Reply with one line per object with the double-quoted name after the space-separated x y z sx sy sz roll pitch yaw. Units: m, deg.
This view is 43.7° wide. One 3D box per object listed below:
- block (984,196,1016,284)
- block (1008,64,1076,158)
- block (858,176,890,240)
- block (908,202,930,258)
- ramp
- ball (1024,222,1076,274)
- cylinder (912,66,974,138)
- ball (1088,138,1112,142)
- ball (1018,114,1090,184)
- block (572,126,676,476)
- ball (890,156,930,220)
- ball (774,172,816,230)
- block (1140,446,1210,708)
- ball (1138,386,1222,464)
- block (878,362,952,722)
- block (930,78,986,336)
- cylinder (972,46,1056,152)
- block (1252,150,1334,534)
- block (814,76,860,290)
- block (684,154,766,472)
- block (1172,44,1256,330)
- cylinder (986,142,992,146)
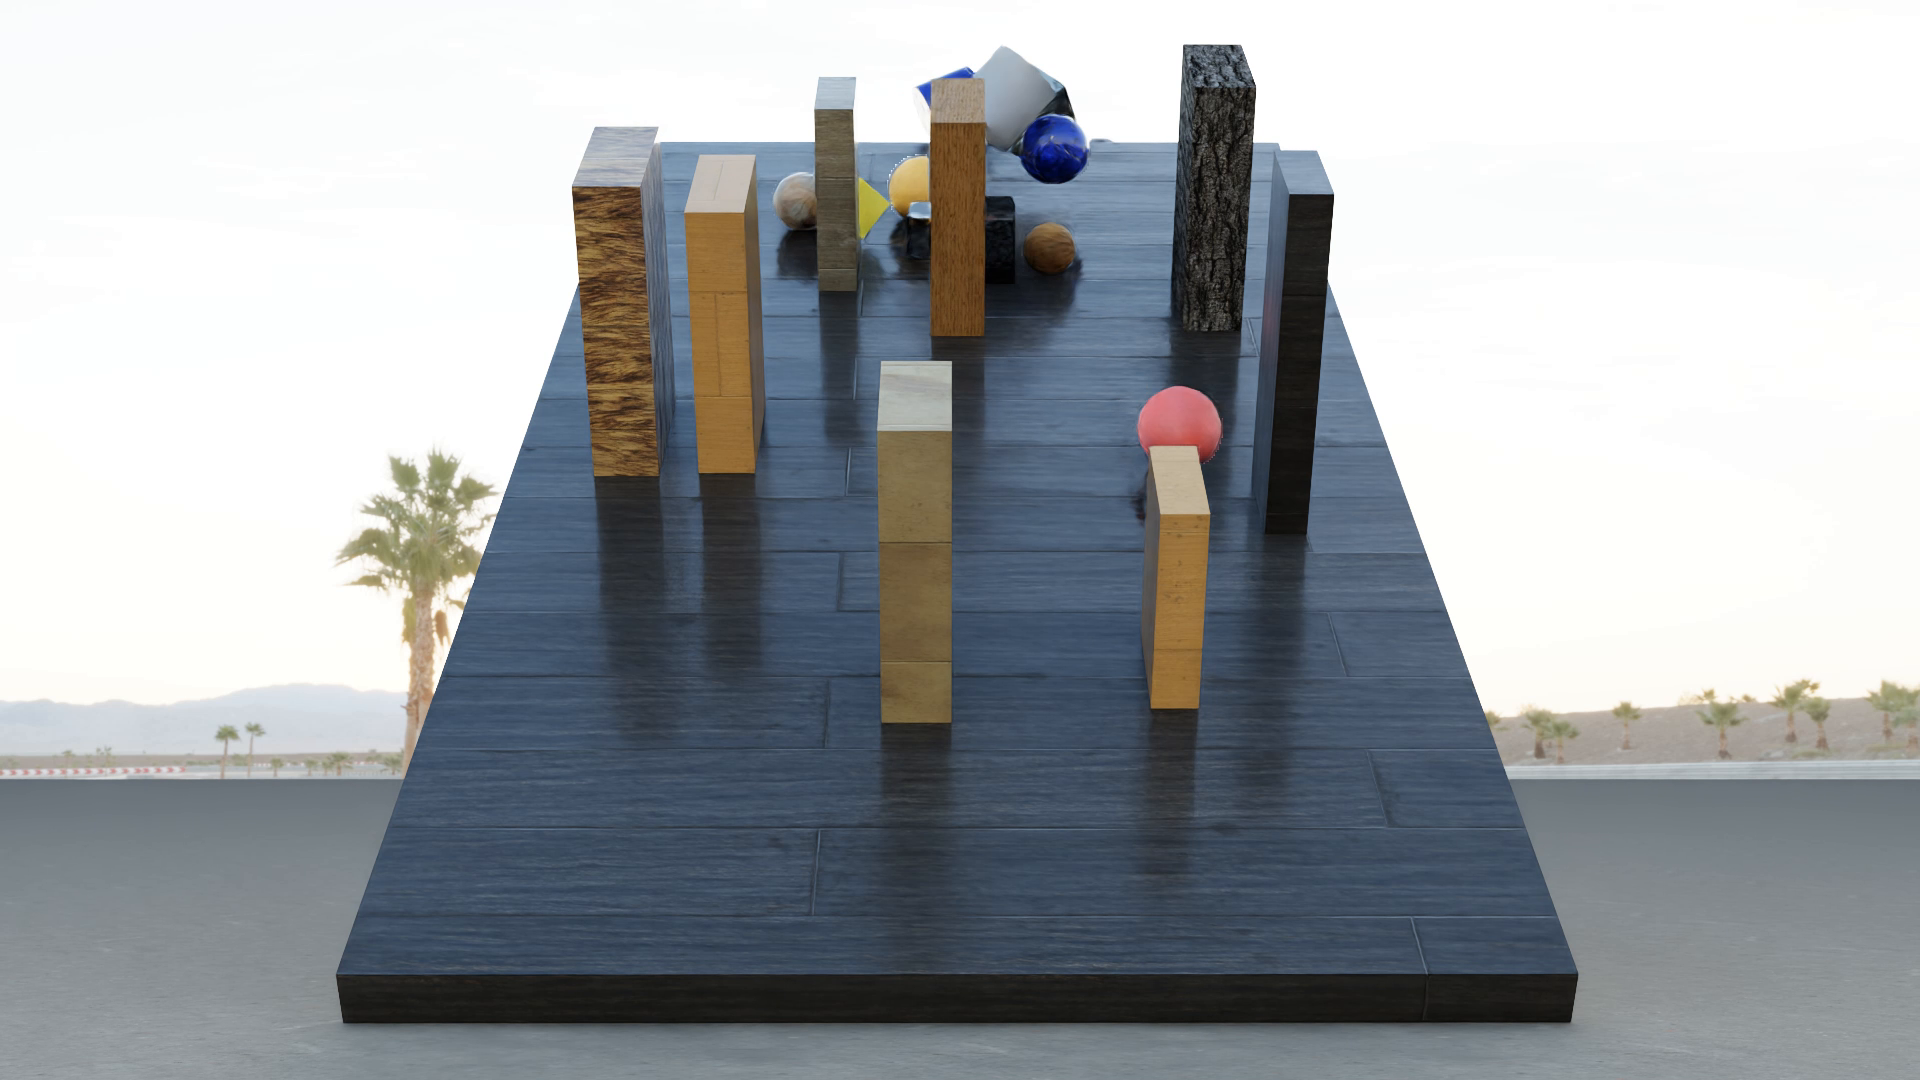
0.056 -0.802 6.410 0.178 0.178 0.178 0 29 -1 "block"
0.199 -1.236 6.935 0.183 0.183 0.183 40 -15 34 "block"
-0.293 -0.918 6.588 0.125 0.125 0.125 39 -3 -19 "block"
-0.080 -0.848 6.557 0.117 0.117 0.117 2 29 4 "block"
-0.012 -0.219 5.634 2.000 0.100 4.000 0 29 0 "ramp"
0.240 -0.779 6.409 0.139 0.139 0.139 0 -6 0 "ball"
-0.029 -1.342 7.370 0.179 0.179 0.179 -23 -2 -10 "cylinder"
0.437 -1.185 7.470 0.139 0.139 0.139 0 -6 0 "ball"
0.264 -1.100 6.750 0.198 0.198 0.198 0 -6 0 "ball"
-0.750 -0.538 5.394 0.146 0.687 0.386 0 29 0 "block"
-0.108 -0.987 6.756 0.185 0.185 0.185 0 -6 0 "ball"
-0.440 -0.943 6.683 0.160 0.160 0.160 0 -6 0 "ball"
0.408 0.070 4.571 0.090 0.418 0.277 0 29 0 "block"
0.494 -0.252 5.399 0.187 0.187 0.187 0 -6 0 "ball"
-0.081 0.005 4.486 0.131 0.610 0.295 0 29 0 "block"
-0.007 -0.846 6.089 0.136 0.563 0.342 0 29 0 "block"
0.120 -1.231 6.687 0.207 0.207 0.207 42 -2 1 "cylinder"
0.702 -0.414 5.087 0.091 0.774 0.261 0 29 0 "block"
-0.322 -0.941 6.327 0.102 0.498 0.267 0 29 0 "block"
-0.526 -0.511 5.412 0.126 0.623 0.361 0 29 0 "block"
0.642 -0.898 6.107 0.150 0.641 0.352 0 29 0 "block"
0.067 -1.263 7.282 0.112 0.112 0.112 10 -10 -33 "cylinder"
